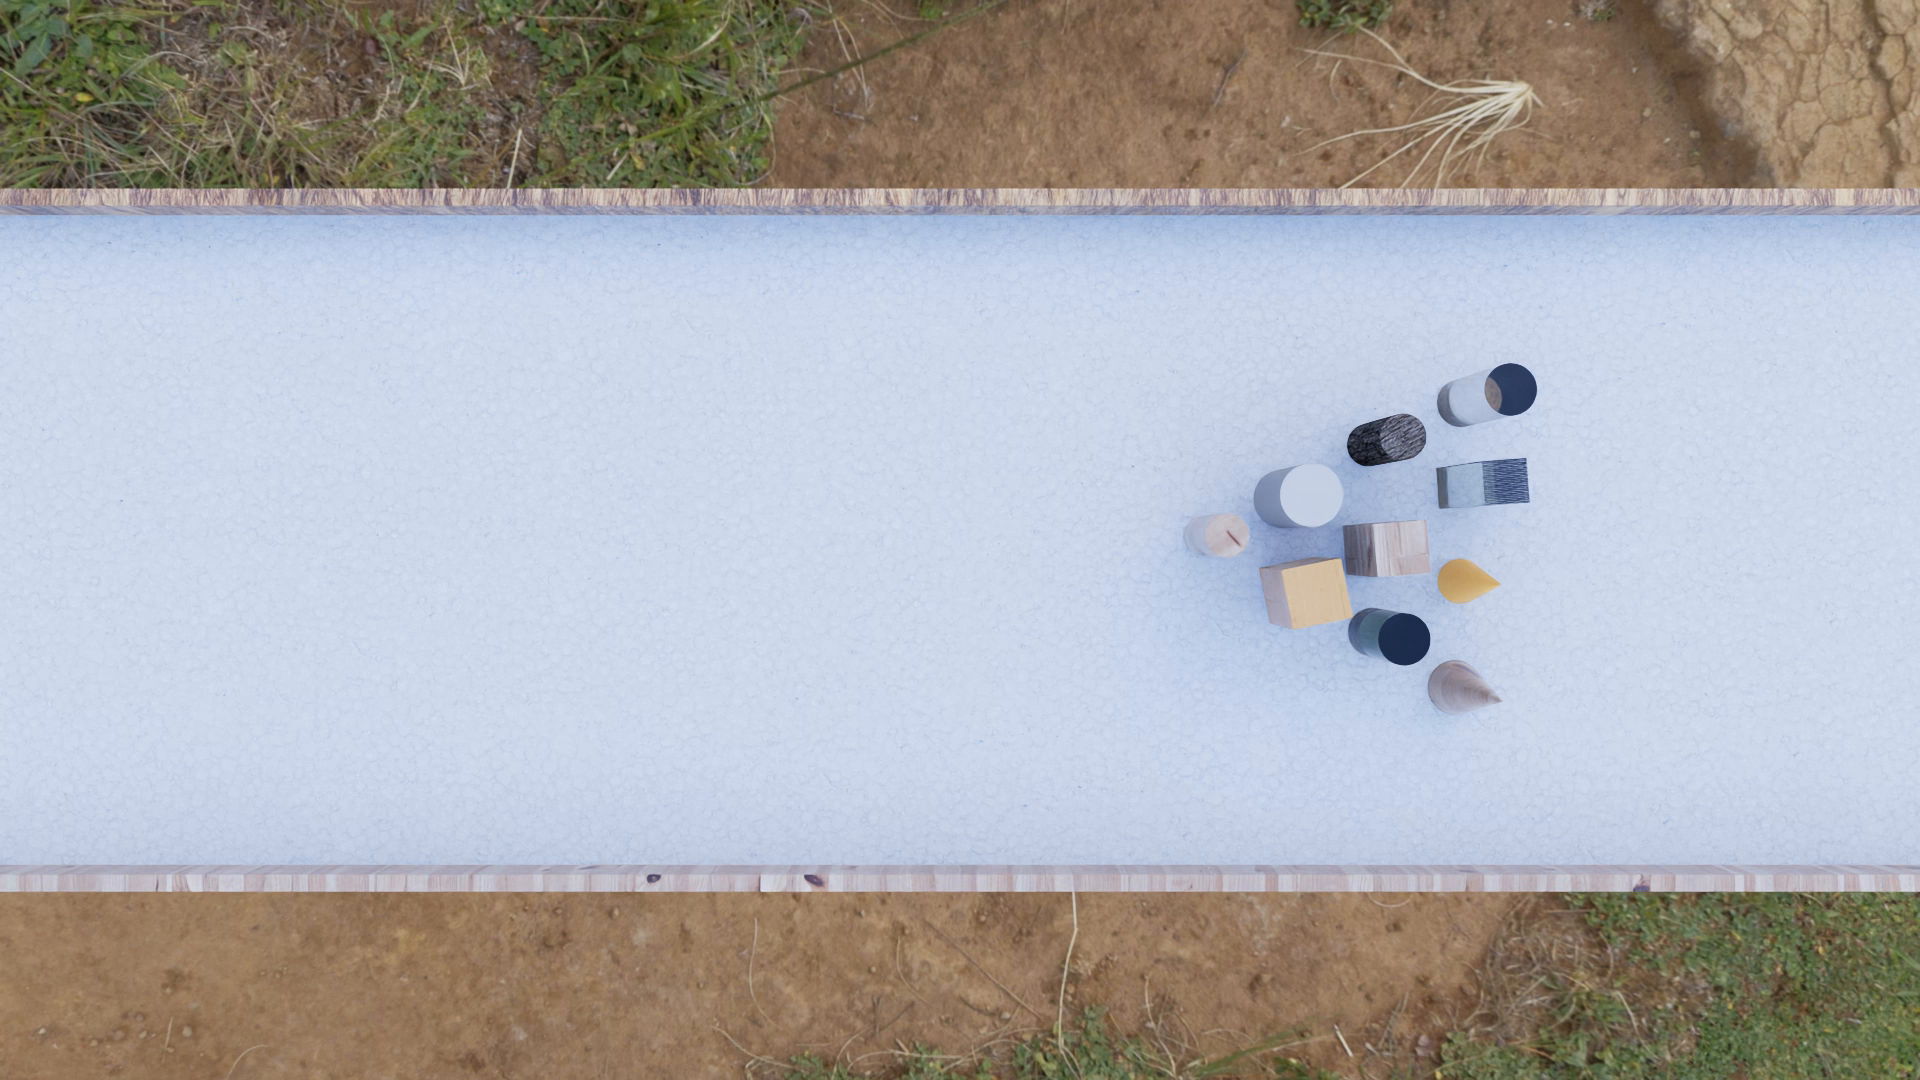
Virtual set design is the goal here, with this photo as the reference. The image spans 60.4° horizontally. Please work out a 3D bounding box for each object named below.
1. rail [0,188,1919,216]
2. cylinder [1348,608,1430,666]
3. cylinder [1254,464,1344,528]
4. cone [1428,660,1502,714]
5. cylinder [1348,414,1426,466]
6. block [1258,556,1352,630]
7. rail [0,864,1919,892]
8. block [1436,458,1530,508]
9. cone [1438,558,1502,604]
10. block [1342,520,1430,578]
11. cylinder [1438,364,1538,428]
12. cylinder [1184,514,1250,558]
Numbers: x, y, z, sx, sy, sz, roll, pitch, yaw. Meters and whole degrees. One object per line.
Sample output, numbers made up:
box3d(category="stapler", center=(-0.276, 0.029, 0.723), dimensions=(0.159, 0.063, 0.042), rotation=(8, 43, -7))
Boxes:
box3d(category="rail", center=(-2.247, -1.025, 5.002), dimensions=(12.000, 0.150, 0.050), rotation=(0, 90, 0))
box3d(category="cylinder", center=(1.269, 0.284, 4.893), dimensions=(0.151, 0.367, 0.151), rotation=(0, 90, 0))
box3d(category="cylinder", center=(0.993, -0.127, 4.867), dimensions=(0.180, 0.419, 0.180), rotation=(0, 90, 0))
box3d(category="cone", center=(1.523, 0.453, 4.852), dimensions=(0.168, 0.449, 0.168), rotation=(0, 90, 0))
box3d(category="cylinder", center=(1.257, -0.293, 4.877), dimensions=(0.133, 0.399, 0.133), rotation=(0, 90, 0))
box3d(category="block", center=(1.022, 0.154, 4.897), dimensions=(0.174, 0.359, 0.174), rotation=(-11, 90, 0))
box3d(category="rail", center=(-2.247, 1.025, 5.001), dimensions=(12.000, 0.150, 0.050), rotation=(0, 90, 0))
box3d(category="block", center=(1.533, -0.163, 4.854), dimensions=(0.126, 0.444, 0.126), rotation=(-4, 90, 0))
box3d(category="cone", center=(1.540, 0.127, 4.881), dimensions=(0.139, 0.390, 0.139), rotation=(0, 90, 0))
box3d(category="block", center=(1.259, 0.024, 4.888), dimensions=(0.152, 0.378, 0.152), rotation=(-5, 90, 0))
box3d(category="cylinder", center=(1.542, -0.422, 4.847), dimensions=(0.149, 0.458, 0.149), rotation=(0, 90, 0))
box3d(category="cylinder", center=(0.751, -0.013, 4.854), dimensions=(0.125, 0.444, 0.125), rotation=(0, 90, 0))
